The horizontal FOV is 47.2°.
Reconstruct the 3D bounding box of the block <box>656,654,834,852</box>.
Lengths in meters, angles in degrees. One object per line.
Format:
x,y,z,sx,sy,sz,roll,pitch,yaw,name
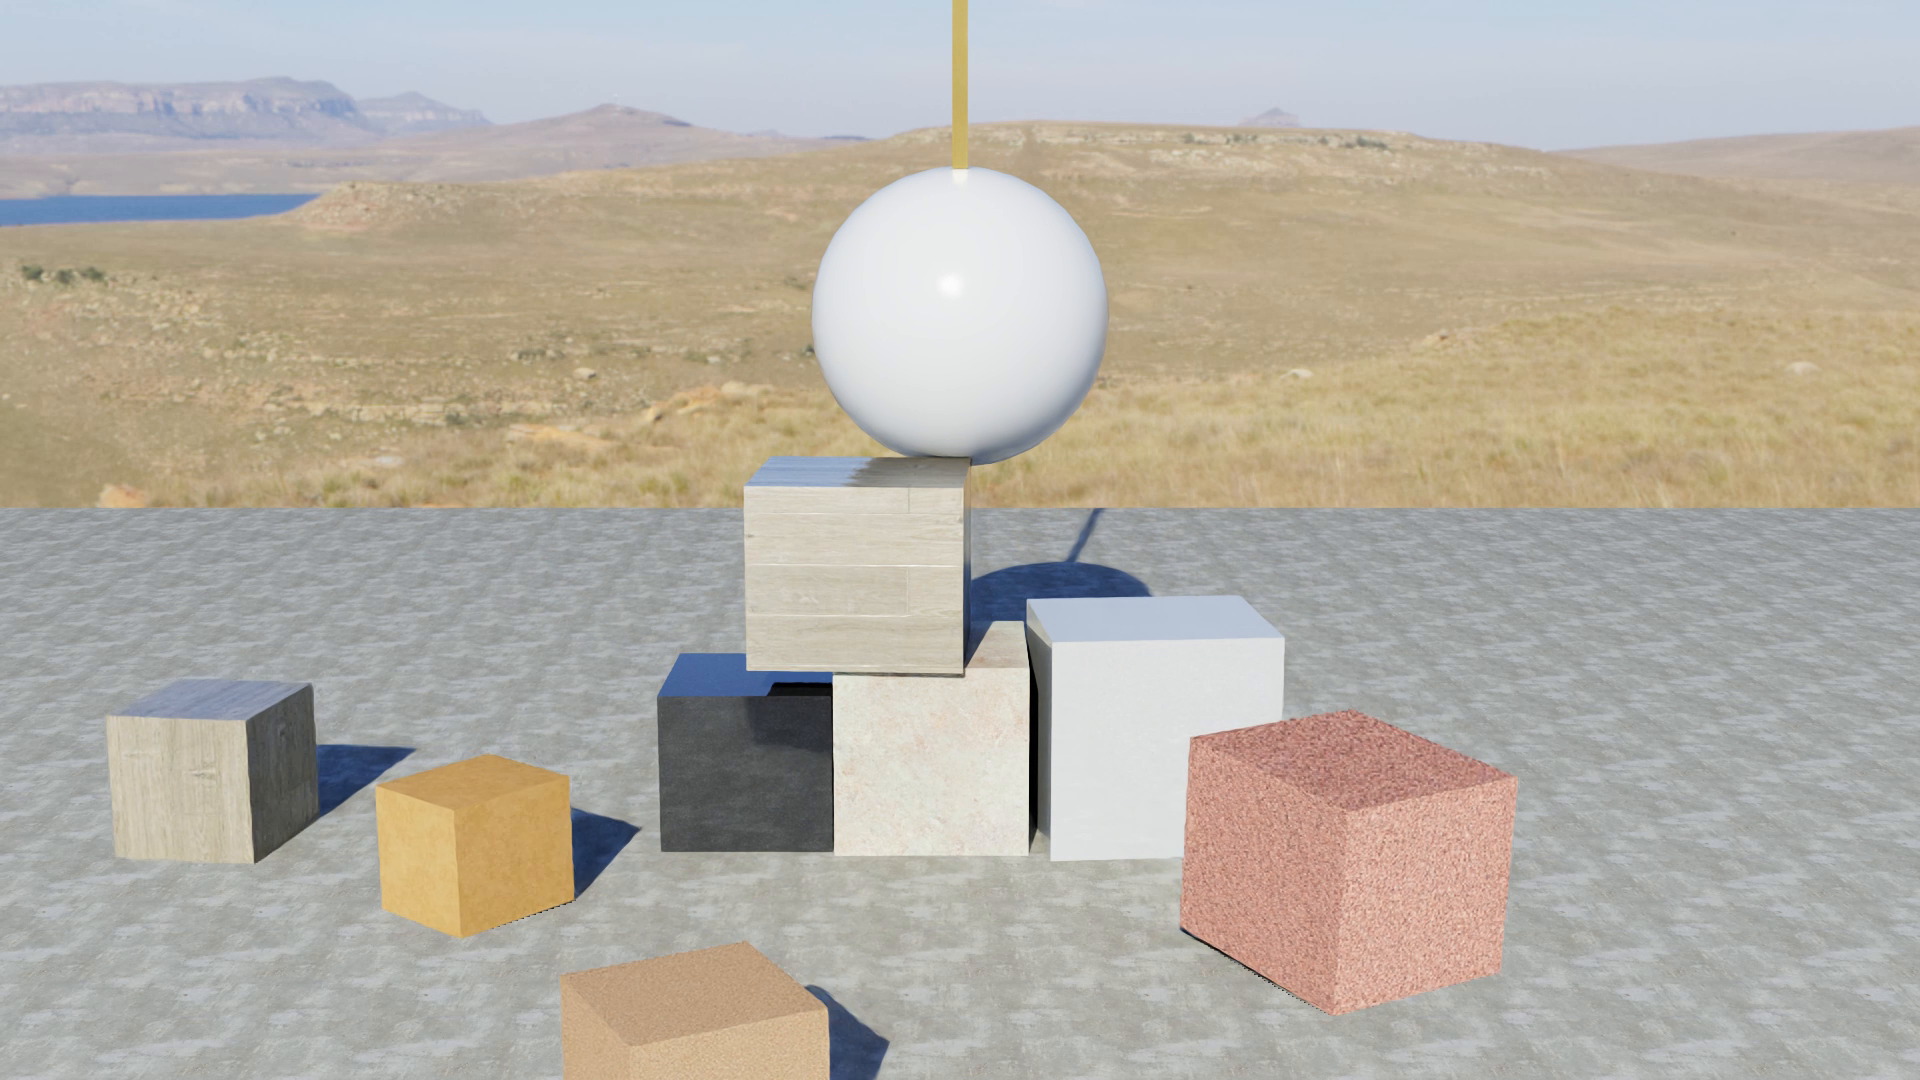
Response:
-1.064,1.083,11.366,0.860,0.803,0.919,0,10,0,block

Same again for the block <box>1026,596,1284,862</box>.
0.971,0.940,11.304,1.146,1.107,1.025,-1,10,-5,block

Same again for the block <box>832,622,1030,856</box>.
-0.142,1.003,11.374,0.963,0.957,1.068,0,10,0,block

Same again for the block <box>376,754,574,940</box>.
-2.236,1.400,10.157,0.587,0.600,0.647,9,14,40,block

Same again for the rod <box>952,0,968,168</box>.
0.000,-4.426,10.721,0.080,5.200,0.080,0,18,0,rod

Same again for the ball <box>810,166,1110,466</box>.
0.000,-1.189,11.761,1.600,1.600,1.600,0,10,0,ball

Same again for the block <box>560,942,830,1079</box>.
-0.920,1.856,7.597,0.703,0.630,0.711,-5,12,-28,block

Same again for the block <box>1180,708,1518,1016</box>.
1.654,1.354,9.488,0.926,0.882,1.041,-6,15,-31,block

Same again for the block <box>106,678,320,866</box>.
-3.767,1.159,11.144,0.722,0.732,0.767,1,10,8,block

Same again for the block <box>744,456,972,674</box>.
-0.490,0.103,11.108,1.055,0.908,1.016,1,10,2,block
